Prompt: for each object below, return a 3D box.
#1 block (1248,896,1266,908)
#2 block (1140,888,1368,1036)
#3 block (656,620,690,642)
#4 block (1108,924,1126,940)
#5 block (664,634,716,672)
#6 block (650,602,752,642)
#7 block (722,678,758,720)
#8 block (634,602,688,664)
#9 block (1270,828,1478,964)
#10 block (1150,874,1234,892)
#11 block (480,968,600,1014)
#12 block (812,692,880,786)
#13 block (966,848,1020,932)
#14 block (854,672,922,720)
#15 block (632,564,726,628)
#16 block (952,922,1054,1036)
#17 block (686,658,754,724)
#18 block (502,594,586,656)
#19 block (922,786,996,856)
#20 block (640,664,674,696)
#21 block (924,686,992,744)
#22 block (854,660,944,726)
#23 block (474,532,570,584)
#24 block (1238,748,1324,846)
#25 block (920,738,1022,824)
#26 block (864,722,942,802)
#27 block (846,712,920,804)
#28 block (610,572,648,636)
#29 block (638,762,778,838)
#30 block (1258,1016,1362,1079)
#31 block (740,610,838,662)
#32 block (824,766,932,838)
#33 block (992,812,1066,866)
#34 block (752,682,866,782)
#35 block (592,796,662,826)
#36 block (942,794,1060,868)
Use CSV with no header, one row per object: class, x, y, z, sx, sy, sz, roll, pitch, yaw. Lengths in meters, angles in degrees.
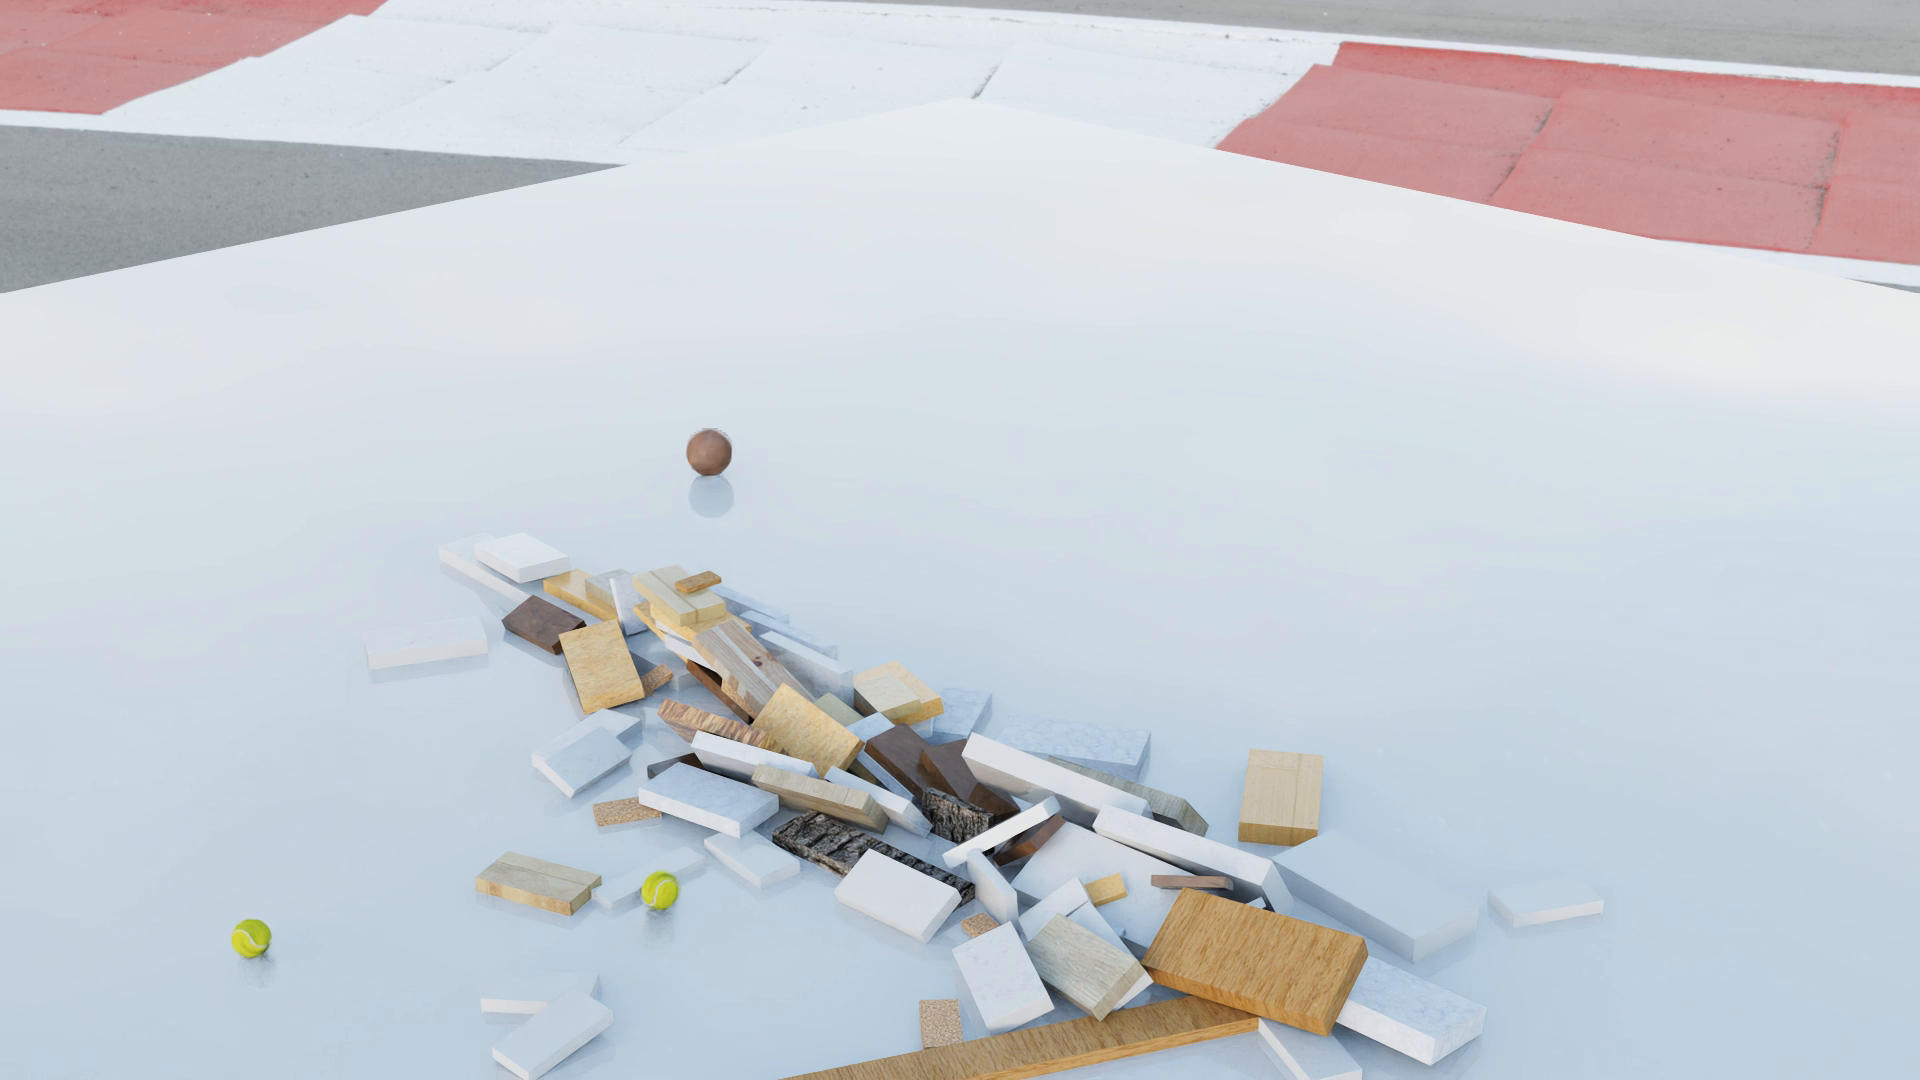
block,0.497,0.685,4.006,0.067,0.019,0.133,-19,-13,-26
block,0.509,0.727,3.814,0.350,0.050,0.175,11,50,33
block,-0.625,0.196,4.992,0.068,0.019,0.137,-18,22,-36
block,0.254,0.733,3.949,0.049,0.014,0.097,13,53,34
block,-0.554,0.238,4.927,0.114,0.032,0.228,-17,22,-34
block,-0.583,0.181,4.939,0.115,0.033,0.230,-19,32,-37
block,-0.406,0.358,4.806,0.114,0.032,0.228,-20,44,-39
block,-0.606,0.252,5.012,0.068,0.019,0.397,-18,43,-37
block,0.773,0.664,4.132,0.179,0.051,0.357,-17,29,-35
block,0.419,0.618,3.963,0.136,0.019,0.068,-2,-15,21
block,-0.735,0.793,3.857,0.187,0.027,0.094,2,23,5
block,-0.229,0.418,4.626,0.227,0.032,0.113,35,39,20
block,0.061,0.655,4.106,0.024,0.085,0.169,-14,27,-20
block,-0.158,0.340,4.744,0.093,0.026,0.186,-18,20,-16
block,-0.637,0.124,4.980,0.115,0.033,0.230,-15,30,-31
block,0.073,0.769,3.855,0.118,0.033,0.236,-25,27,-4
block,-0.495,0.318,4.899,0.114,0.032,0.228,-20,44,-39
block,-0.984,0.200,5.207,0.204,0.029,0.102,21,52,40
block,-0.004,0.555,4.343,0.169,0.085,0.024,18,26,36
block,-0.695,0.318,4.944,0.094,0.013,0.047,-33,39,-15
block,-0.007,0.386,4.813,0.107,0.030,0.213,6,24,14
block,-0.151,0.343,4.829,0.137,0.039,0.275,-19,20,-17
block,-1.091,0.043,5.475,0.135,0.038,0.270,-15,21,-32
block,0.655,0.523,4.472,0.154,0.044,0.309,4,23,10
block,0.020,0.495,4.459,0.108,0.030,0.215,-10,44,-33
block,-0.083,0.467,4.508,0.215,0.030,0.108,39,41,28
block,-0.137,0.454,4.559,0.113,0.032,0.227,-22,50,-41
block,-0.770,0.148,5.140,0.068,0.137,0.019,-17,9,-35
block,-0.505,0.521,4.419,0.256,0.036,0.128,14,27,30
block,0.588,0.858,3.704,0.094,0.027,0.188,-8,24,-18
block,-0.388,0.262,4.969,0.271,0.135,0.038,18,29,37
block,-0.164,0.523,4.395,0.215,0.108,0.030,19,68,38
block,0.131,0.575,4.215,0.085,0.024,0.169,-42,2,-31
block,-0.316,0.404,4.569,0.227,0.113,0.032,33,-6,28
block,-0.674,0.547,4.449,0.128,0.018,0.064,-7,24,-17
block,0.080,0.559,4.213,0.221,0.031,0.111,-29,-5,14
